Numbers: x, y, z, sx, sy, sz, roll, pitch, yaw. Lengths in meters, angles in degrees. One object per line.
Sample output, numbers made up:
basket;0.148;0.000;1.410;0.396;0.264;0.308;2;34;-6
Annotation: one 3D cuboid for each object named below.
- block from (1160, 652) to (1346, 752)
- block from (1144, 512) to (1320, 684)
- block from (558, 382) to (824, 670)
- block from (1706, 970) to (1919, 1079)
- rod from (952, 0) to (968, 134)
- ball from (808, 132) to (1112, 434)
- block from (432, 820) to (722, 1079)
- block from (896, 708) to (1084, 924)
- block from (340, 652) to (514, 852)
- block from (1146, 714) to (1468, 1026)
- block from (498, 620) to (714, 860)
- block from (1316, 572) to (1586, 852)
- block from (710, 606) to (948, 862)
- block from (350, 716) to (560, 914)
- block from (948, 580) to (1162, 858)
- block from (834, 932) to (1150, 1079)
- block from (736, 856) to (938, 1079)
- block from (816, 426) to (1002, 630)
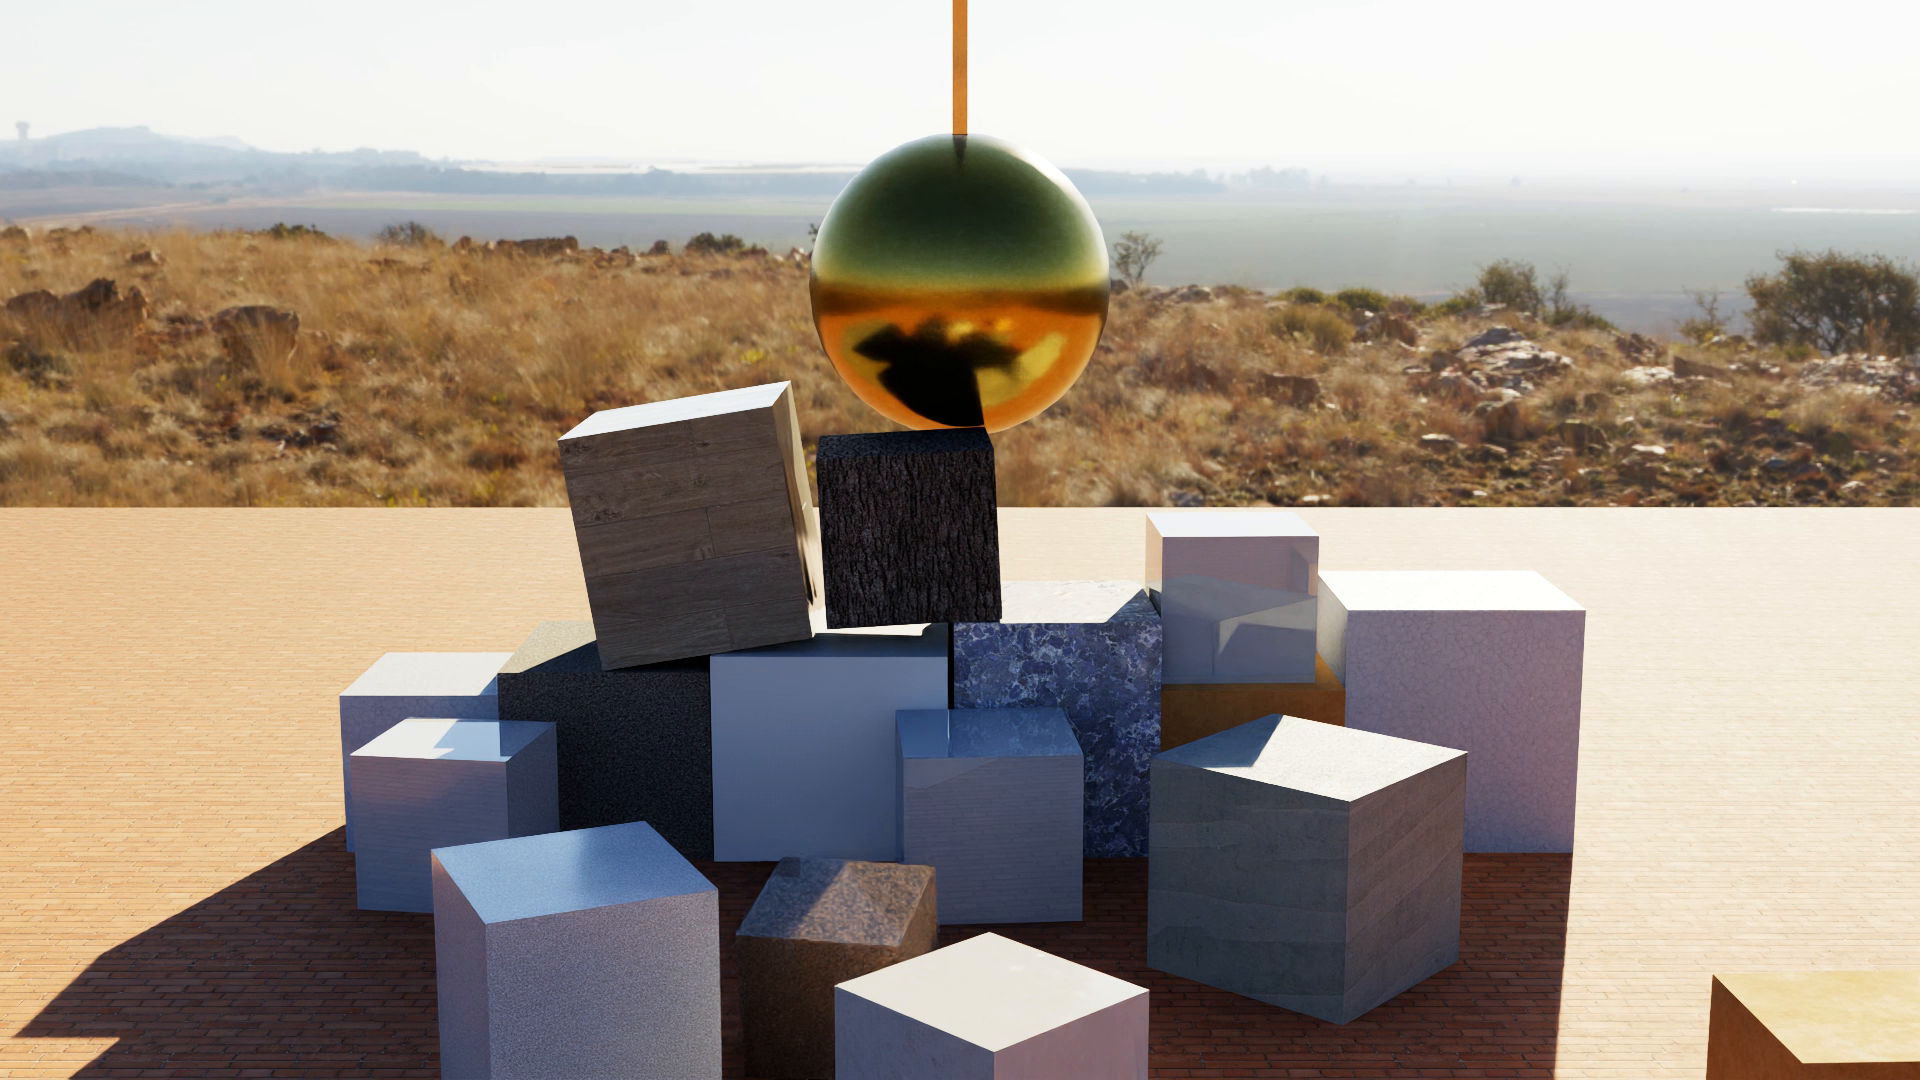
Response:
block;1.435;1.065;11.369;0.913;0.837;0.989;0;10;-1
block;1.372;0.285;11.239;0.776;0.745;0.706;0;10;-2
block;-1.319;-0.100;11.167;1.044;1.151;1.110;-9;10;2
block;2.969;1.886;7.141;0.833;0.734;0.733;0;10;-2
rod;0.000;-4.598;10.653;0.080;5.200;0.080;0;17;0
ball;0.000;-1.346;11.647;1.600;1.600;1.600;0;10;0
block;-1.396;1.636;7.968;0.816;0.930;0.865;-5;11;-25
block;0.121;1.280;10.338;0.811;0.782;0.853;-1;10;-4
block;-2.663;1.081;11.368;0.798;0.807;0.919;0;10;0
block;1.483;1.370;9.417;0.975;0.936;0.946;9;14;40
block;-1.738;1.008;11.368;1.032;0.949;1.173;0;10;0
block;2.480;0.863;11.350;1.165;1.240;0.983;0;10;0
block;-0.637;0.970;11.338;1.152;1.035;1.187;0;10;0
block;-2.367;1.293;10.390;0.742;0.738;0.694;2;10;8
block;0.462;0.897;11.296;1.014;1.194;1.029;0;10;-2
block;0.104;1.846;7.320;0.719;0.750;0.748;-10;14;-43
block;-0.457;1.661;8.496;0.623;0.605;0.645;2;19;11
block;-0.259;-0.077;11.044;0.857;0.834;0.871;-3;10;-2
